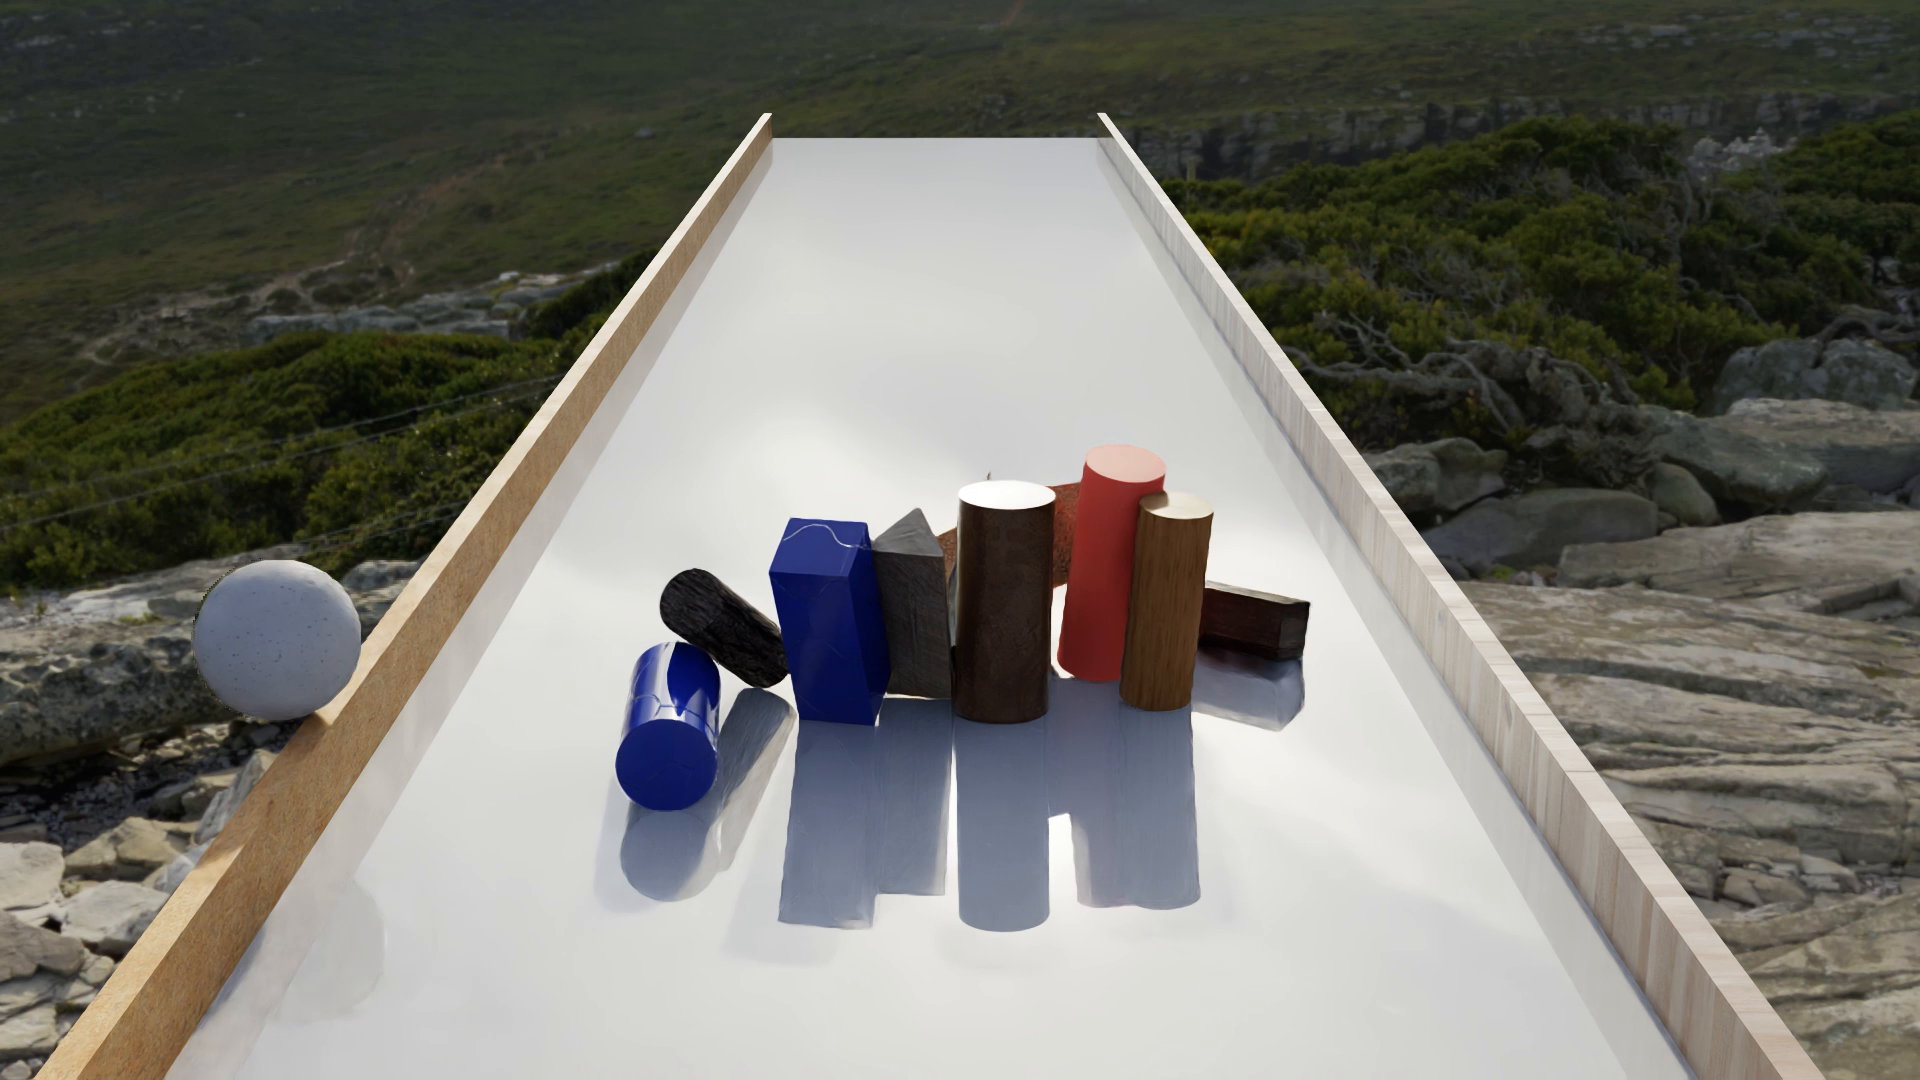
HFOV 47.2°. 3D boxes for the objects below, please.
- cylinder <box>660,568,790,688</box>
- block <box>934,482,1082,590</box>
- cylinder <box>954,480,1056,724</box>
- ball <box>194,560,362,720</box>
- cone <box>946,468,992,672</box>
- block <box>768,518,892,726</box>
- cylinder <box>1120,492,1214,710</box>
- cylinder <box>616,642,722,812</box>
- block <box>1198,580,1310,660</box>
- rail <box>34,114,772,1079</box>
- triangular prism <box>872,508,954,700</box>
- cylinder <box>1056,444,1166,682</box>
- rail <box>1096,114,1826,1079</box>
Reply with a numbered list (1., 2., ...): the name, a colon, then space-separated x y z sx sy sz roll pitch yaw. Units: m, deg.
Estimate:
1. cylinder: -0.433 0.170 4.129 0.126 0.126 0.340 7 -18 22
2. block: 0.119 0.024 4.524 0.170 0.170 0.440 -9 -9 -29
3. cylinder: 0.082 0.115 4.095 0.178 0.419 0.178 1 18 0
4. ball: -1.138 0.167 3.672 0.269 0.269 0.269 0 17 0
5. cone: 0.024 0.045 4.294 0.136 0.424 0.136 9 27 -4
6. block: -0.232 0.151 4.014 0.145 0.375 0.145 4 42 13
7. cylinder: 0.386 0.115 4.128 0.137 0.391 0.137 4 23 -2
8. cylinder: -0.507 0.321 3.856 0.167 0.167 0.391 -1 17 -5
9. block: 0.506 0.147 4.492 0.395 0.114 0.114 12 8 35
10. rail: -1.118 -0.838 7.780 0.050 0.150 12.000 0 17 -1
11. triangular prism: -0.079 0.118 4.134 0.144 0.371 0.125 6 43 10
12. cylinder: 0.290 0.047 4.247 0.154 0.444 0.154 5 29 -3
13. rail: 0.932 -0.844 7.801 0.050 0.150 12.000 0 17 -1
